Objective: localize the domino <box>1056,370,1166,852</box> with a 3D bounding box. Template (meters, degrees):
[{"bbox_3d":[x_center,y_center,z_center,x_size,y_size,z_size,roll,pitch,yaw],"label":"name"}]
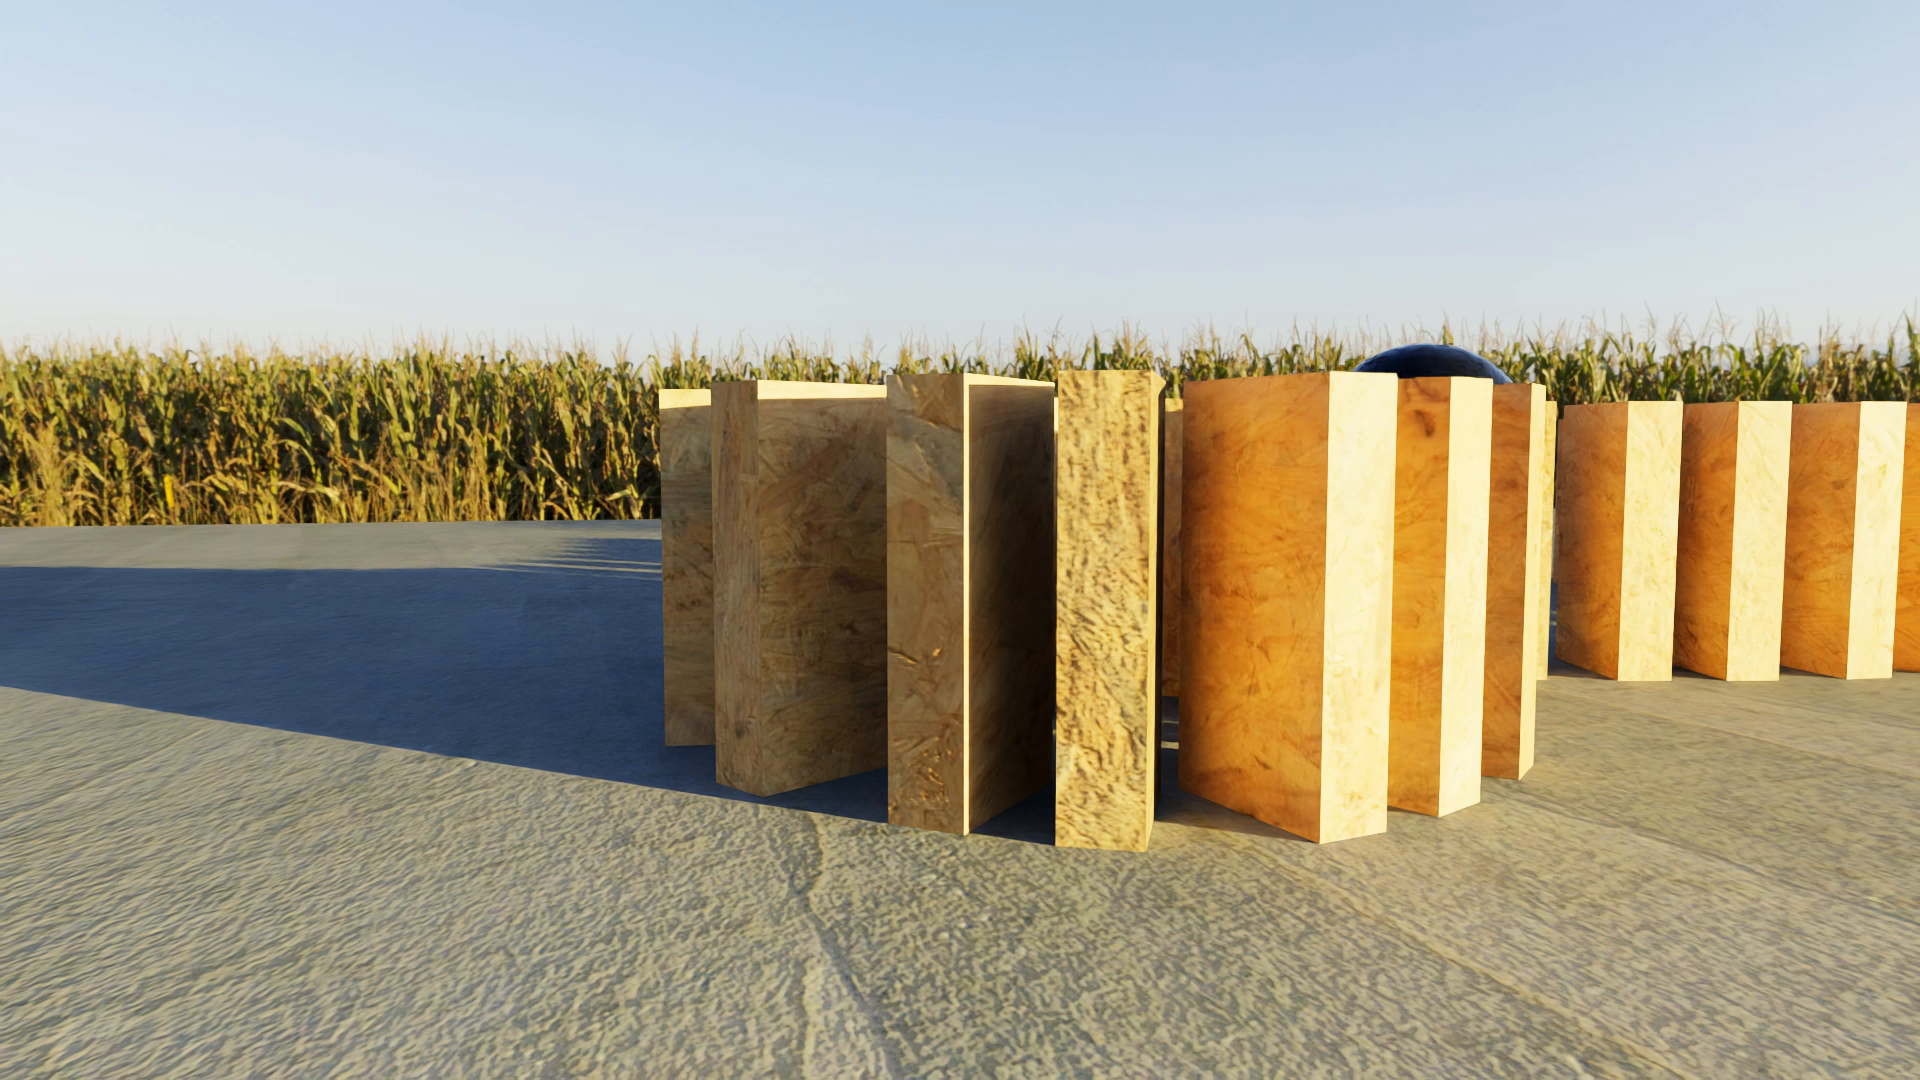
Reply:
[{"bbox_3d":[0.017,0.007,0.145,0.010,0.050,0.025,1,4,12],"label":"domino"}]

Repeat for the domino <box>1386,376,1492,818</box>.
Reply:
[{"bbox_3d":[0.050,0.006,0.157,0.010,0.050,0.025,-4,6,-41],"label":"domino"}]

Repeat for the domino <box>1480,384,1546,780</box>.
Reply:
[{"bbox_3d":[0.063,0.005,0.172,0.025,0.050,0.010,3,5,34],"label":"domino"}]

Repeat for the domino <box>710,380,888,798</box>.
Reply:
[{"bbox_3d":[-0.019,0.005,0.165,0.009,0.050,0.025,4,6,44],"label":"domino"}]

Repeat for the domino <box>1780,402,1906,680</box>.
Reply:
[{"bbox_3d":[0.163,-0.001,0.243,0.009,0.050,0.025,-1,4,-10],"label":"domino"}]

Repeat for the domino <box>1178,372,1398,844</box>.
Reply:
[{"bbox_3d":[0.037,0.006,0.148,0.010,0.050,0.025,-2,5,-27],"label":"domino"}]

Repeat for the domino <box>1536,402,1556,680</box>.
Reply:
[{"bbox_3d":[0.102,-0.001,0.242,0.010,0.050,0.025,0,4,5],"label":"domino"}]

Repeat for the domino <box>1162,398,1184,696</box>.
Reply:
[{"bbox_3d":[0.039,0.001,0.227,0.009,0.050,0.025,1,4,10],"label":"domino"}]

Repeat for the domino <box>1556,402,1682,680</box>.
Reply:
[{"bbox_3d":[0.123,-0.001,0.241,0.009,0.050,0.025,0,4,1],"label":"domino"}]

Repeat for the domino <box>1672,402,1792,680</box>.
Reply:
[{"bbox_3d":[0.142,-0.001,0.241,0.010,0.050,0.025,0,4,-2],"label":"domino"}]

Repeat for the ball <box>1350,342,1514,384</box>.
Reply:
[{"bbox_3d":[0.174,-0.034,0.483,0.080,0.080,0.080,0,4,0],"label":"ball"}]

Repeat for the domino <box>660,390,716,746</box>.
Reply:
[{"bbox_3d":[-0.030,0.004,0.185,0.025,0.050,0.010,0,4,-7],"label":"domino"}]

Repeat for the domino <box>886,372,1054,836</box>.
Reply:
[{"bbox_3d":[0.002,0.006,0.151,0.010,0.050,0.025,2,5,27],"label":"domino"}]

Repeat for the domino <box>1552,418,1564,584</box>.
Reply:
[{"bbox_3d":[0.195,-0.012,0.390,0.025,0.050,0.009,-1,4,-13],"label":"domino"}]

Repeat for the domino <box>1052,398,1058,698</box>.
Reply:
[{"bbox_3d":[0.006,0.001,0.221,0.009,0.050,0.025,-3,5,-35],"label":"domino"}]

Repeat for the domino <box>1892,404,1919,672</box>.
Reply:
[{"bbox_3d":[0.180,-0.001,0.248,0.009,0.050,0.025,-2,5,-23],"label":"domino"}]
